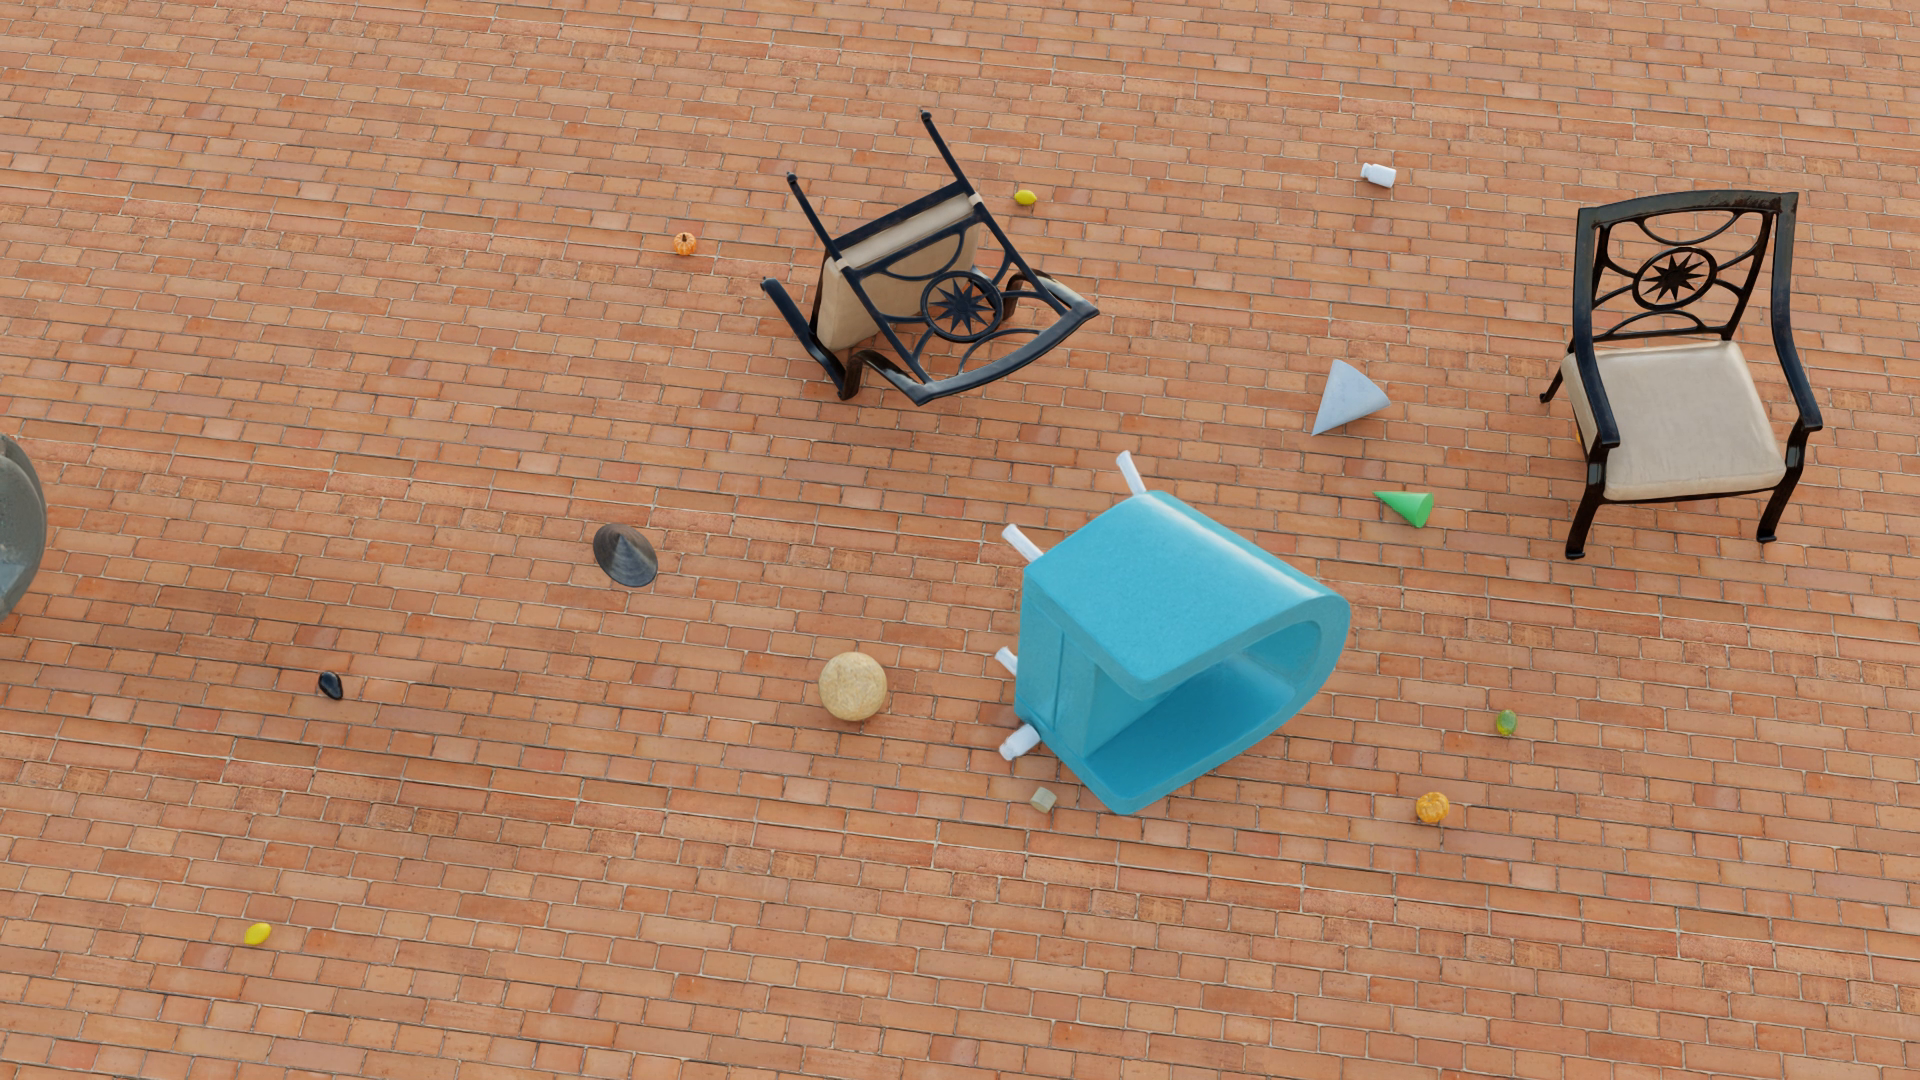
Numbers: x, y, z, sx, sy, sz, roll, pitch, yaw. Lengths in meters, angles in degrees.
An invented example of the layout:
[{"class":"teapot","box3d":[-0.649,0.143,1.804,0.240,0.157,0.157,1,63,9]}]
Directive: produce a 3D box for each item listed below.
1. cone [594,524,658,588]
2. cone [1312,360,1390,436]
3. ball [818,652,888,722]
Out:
[{"class":"cone","box3d":[-0.996,0.013,6.497,0.164,0.114,0.258,-31,61,-19]},{"class":"cone","box3d":[1.164,-0.403,6.799,0.234,0.158,0.238,-46,60,-5]},{"class":"ball","box3d":[-0.301,0.412,6.180,0.196,0.196,0.196,0,56,0]}]
